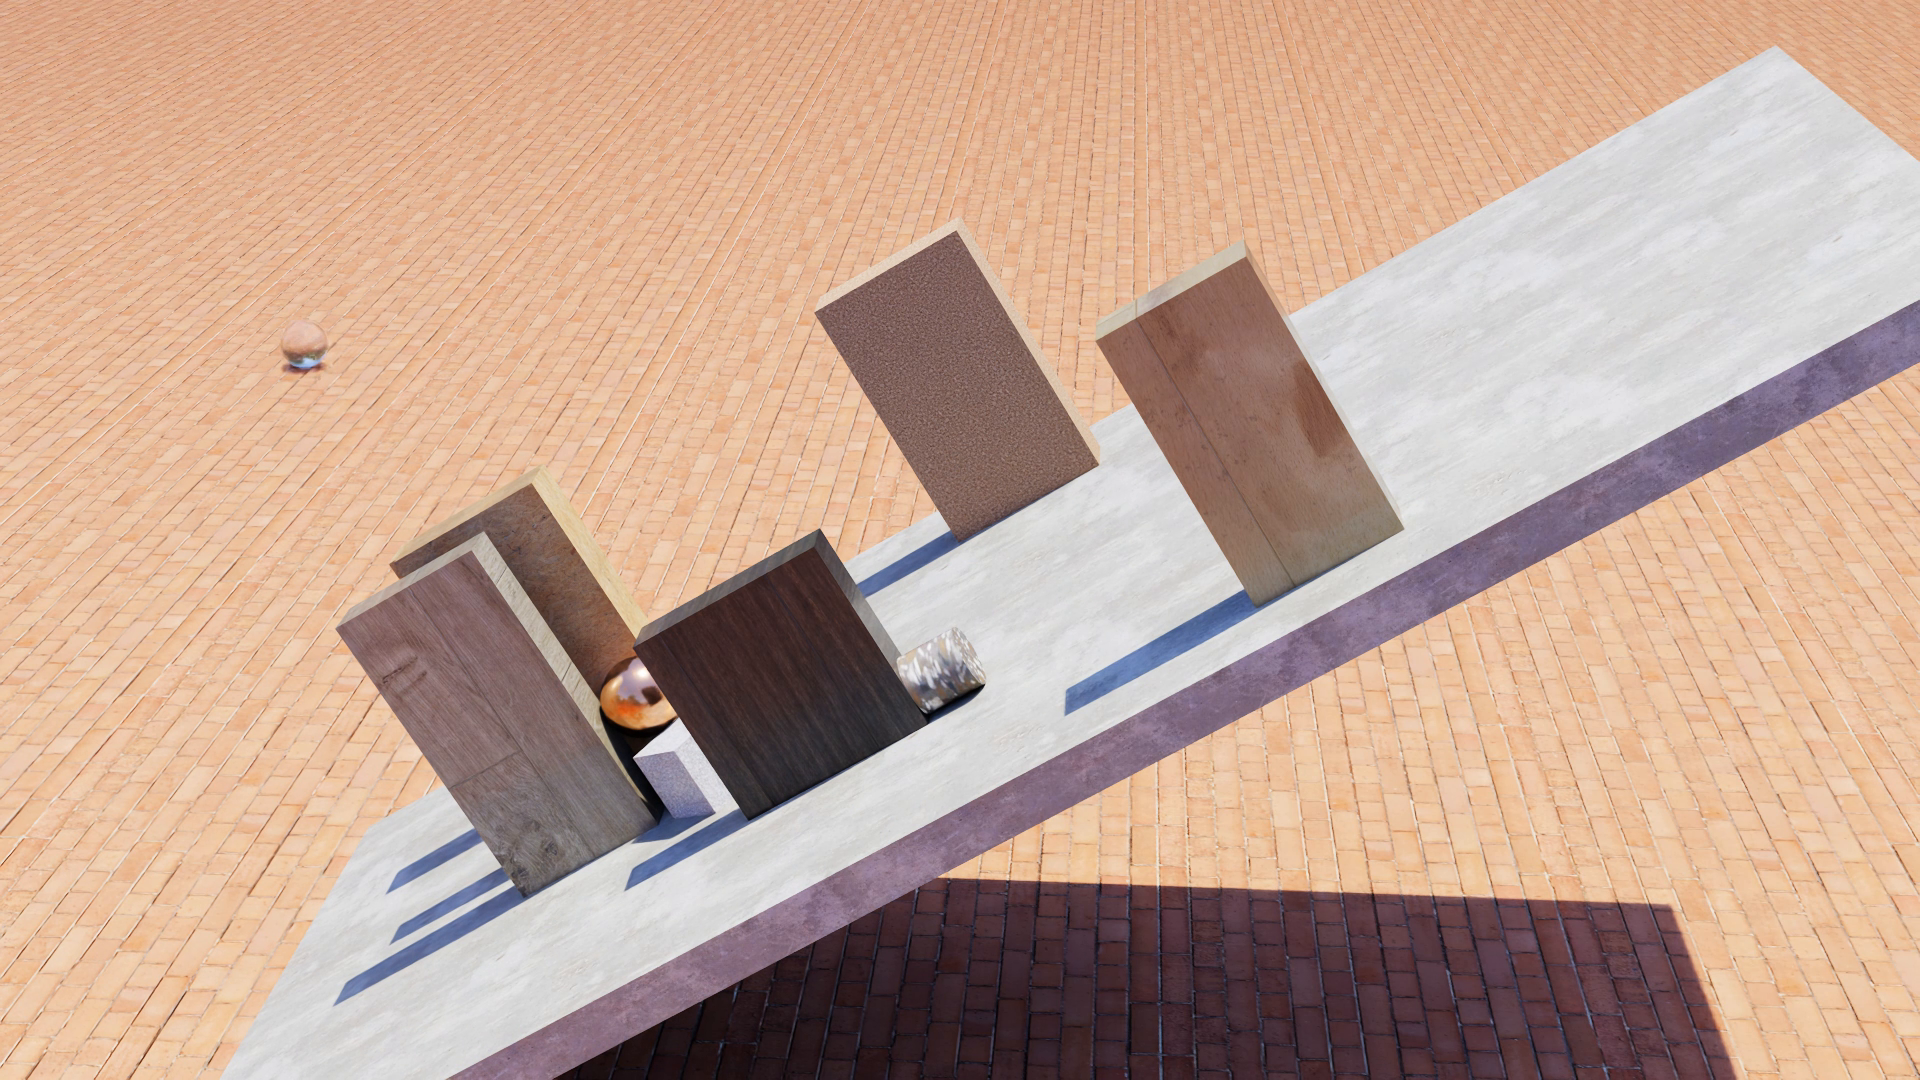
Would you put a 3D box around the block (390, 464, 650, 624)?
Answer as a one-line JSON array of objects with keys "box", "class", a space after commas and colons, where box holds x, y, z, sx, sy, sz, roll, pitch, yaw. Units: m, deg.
[{"box": [-0.959, 0.216, 6.840, 0.400, 0.678, 0.134, -29, 15, 12], "class": "block"}]

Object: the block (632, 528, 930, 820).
[{"box": [-0.353, 0.272, 5.903, 0.427, 0.433, 0.115, -29, 15, 12], "class": "block"}]

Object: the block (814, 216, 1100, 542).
[{"box": [-0.001, -0.371, 6.857, 0.383, 0.646, 0.146, -29, 15, 12], "class": "block"}]

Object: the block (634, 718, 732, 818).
[{"box": [-0.550, 0.469, 6.203, 0.162, 0.162, 0.162, -14, 23, 51], "class": "block"}]

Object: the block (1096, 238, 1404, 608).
[{"box": [0.528, -0.209, 5.358, 0.308, 0.587, 0.136, -29, 15, 12], "class": "block"}]

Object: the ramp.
[{"box": [0.142, 0.168, 6.287, 4.000, 0.100, 2.000, -29, 15, 12], "class": "ramp"}]

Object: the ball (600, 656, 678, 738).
[{"box": [-0.681, 0.336, 6.292, 0.177, 0.177, 0.177, 0, 19, 0], "class": "ball"}]

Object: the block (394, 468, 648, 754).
[{"box": [-0.871, 0.250, 6.430, 0.360, 0.739, 0.102, -29, 15, 12], "class": "block"}]

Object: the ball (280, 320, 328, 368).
[{"box": [-2.700, -0.804, 12.108, 0.194, 0.194, 0.194, 0, 19, 0], "class": "ball"}]

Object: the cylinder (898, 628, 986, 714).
[{"box": [-0.037, 0.262, 5.891, 0.130, 0.130, 0.130, -29, 15, 12], "class": "cylinder"}]

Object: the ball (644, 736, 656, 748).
[{"box": [-0.610, 0.467, 6.356, 0.149, 0.149, 0.149, 0, 19, 0], "class": "ball"}]

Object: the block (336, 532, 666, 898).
[{"box": [-0.972, 0.377, 6.268, 0.349, 0.715, 0.122, -29, 15, 12], "class": "block"}]
